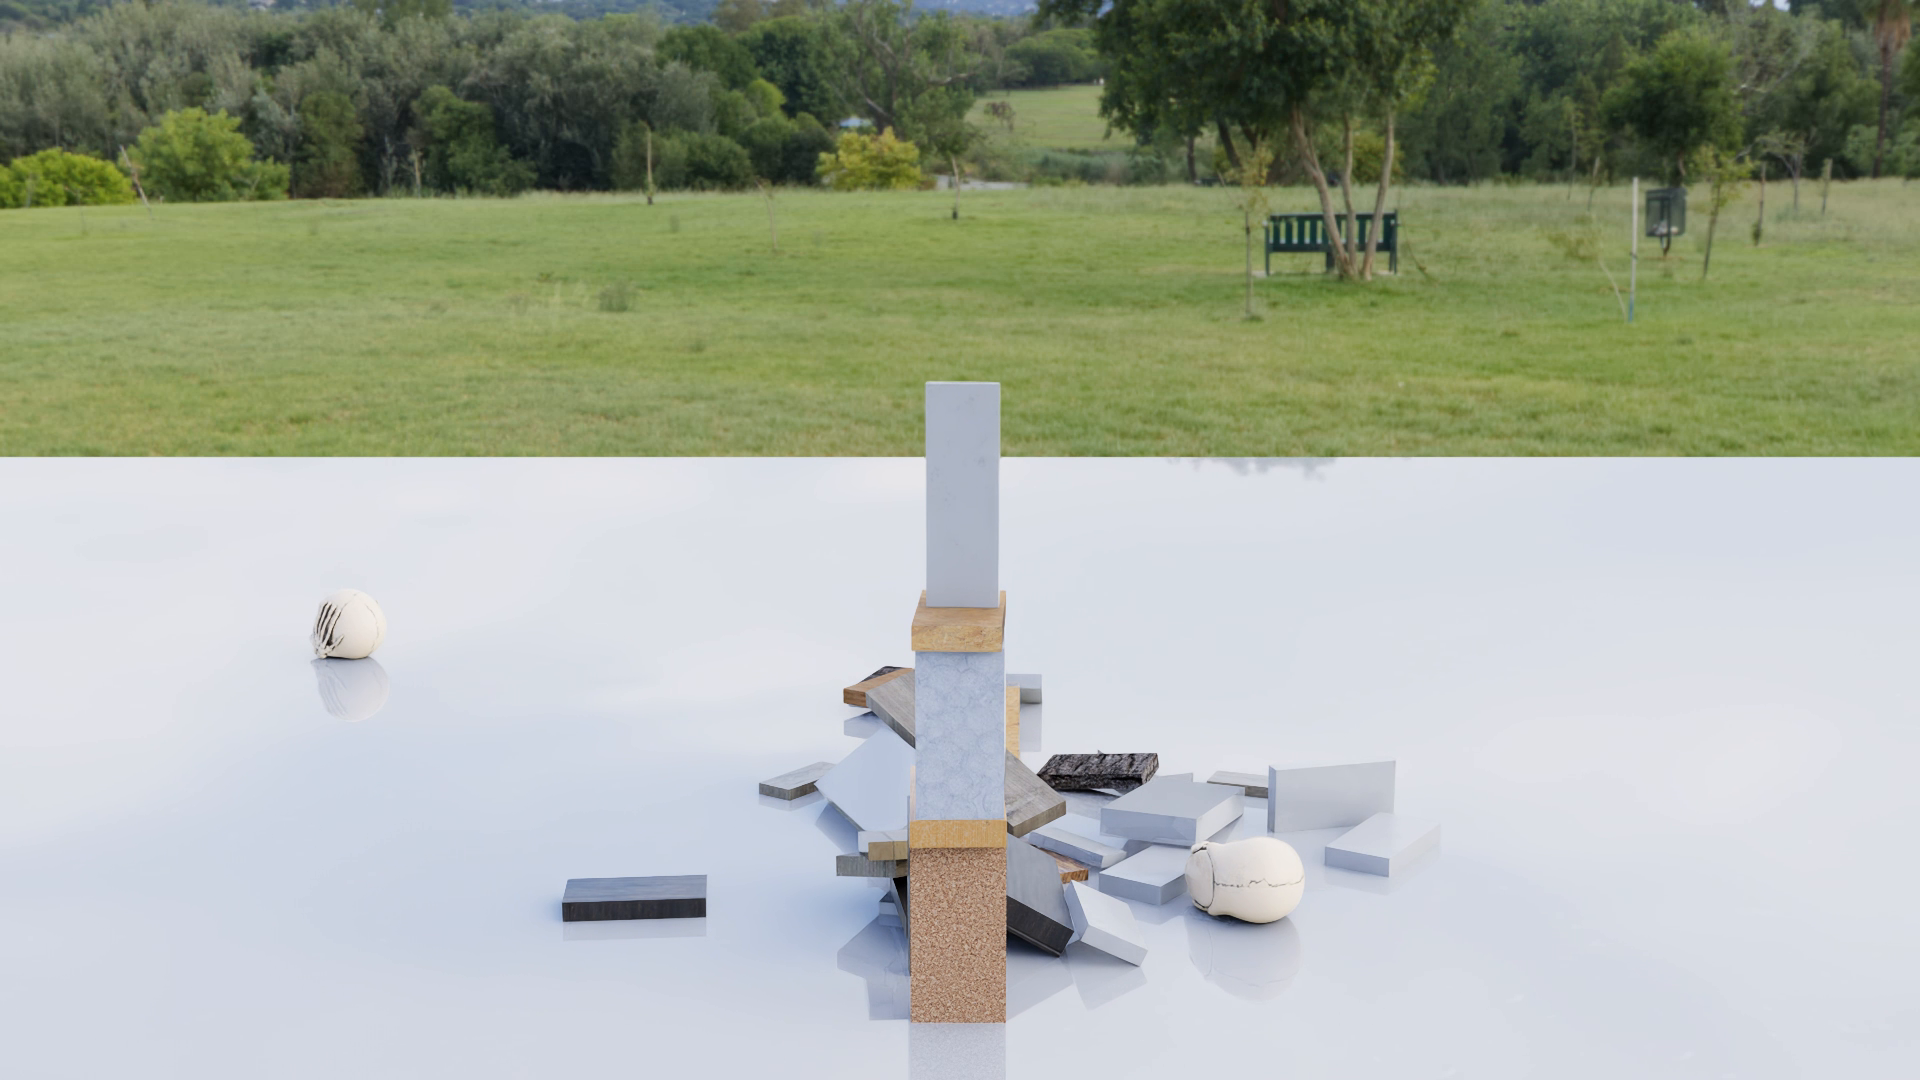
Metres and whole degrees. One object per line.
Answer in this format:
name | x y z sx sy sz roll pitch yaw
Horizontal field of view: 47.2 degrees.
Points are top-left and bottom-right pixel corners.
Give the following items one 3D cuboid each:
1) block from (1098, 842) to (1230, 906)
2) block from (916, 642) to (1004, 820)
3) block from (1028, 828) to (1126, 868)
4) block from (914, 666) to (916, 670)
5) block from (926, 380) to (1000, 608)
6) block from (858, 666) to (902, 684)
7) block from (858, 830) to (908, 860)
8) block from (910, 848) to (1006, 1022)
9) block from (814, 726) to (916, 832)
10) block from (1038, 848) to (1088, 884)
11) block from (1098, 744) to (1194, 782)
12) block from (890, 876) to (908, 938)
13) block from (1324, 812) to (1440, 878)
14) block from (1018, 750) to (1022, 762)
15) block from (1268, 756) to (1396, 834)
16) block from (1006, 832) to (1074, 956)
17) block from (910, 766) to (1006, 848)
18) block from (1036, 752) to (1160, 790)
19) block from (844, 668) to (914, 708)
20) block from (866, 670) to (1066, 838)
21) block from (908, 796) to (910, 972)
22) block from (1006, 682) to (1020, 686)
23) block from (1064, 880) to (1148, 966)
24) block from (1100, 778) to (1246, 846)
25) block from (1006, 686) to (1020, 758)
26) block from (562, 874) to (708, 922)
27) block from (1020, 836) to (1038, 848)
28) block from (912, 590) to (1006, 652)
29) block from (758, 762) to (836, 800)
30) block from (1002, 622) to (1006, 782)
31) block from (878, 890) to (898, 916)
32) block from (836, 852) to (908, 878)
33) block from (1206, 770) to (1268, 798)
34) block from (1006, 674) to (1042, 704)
block | 0.349 0.561 3.735 0.118 0.034 0.237 7 13 35
block | -0.001 0.265 3.051 0.123 0.246 0.035 0 12 -1
block | 0.205 0.535 3.830 0.154 0.022 0.077 14 7 35
block | -0.031 0.299 5.150 0.107 0.030 0.339 4 11 18
block | 0.004 -0.063 3.083 0.102 0.317 0.029 1 11 5
block | -0.181 0.327 5.033 0.070 0.020 0.236 4 11 18
block | -0.106 0.495 3.572 0.102 0.029 0.204 -2 -3 -7
block | -0.002 0.552 3.131 0.135 0.271 0.038 0 11 0
block | -0.127 0.459 3.994 0.172 0.049 0.392 -39 21 -11
block | 0.159 0.559 3.781 0.068 0.019 0.137 -5 12 -24
block | 0.364 0.450 4.340 0.107 0.030 0.214 -4 11 -20
block | -0.043 0.580 3.528 0.115 0.033 0.229 -2 11 -8
block | 0.746 0.535 3.874 0.118 0.034 0.237 7 13 33
block | 0.021 0.410 4.341 0.179 0.051 0.357 0 11 -2
block | 0.680 0.464 4.021 0.237 0.118 0.034 -3 11 -15
block | 0.082 0.549 3.539 0.172 0.049 0.345 29 8 -7
block | -0.005 0.384 3.189 0.135 0.038 0.271 0 11 -1
block | 0.266 0.447 4.253 0.214 0.030 0.107 -3 15 23
block | -0.142 0.329 4.873 0.116 0.033 0.231 7 13 34
block | 0.004 0.391 4.074 0.116 0.033 0.483 -23 39 -27
block | -0.010 0.519 3.310 0.135 0.271 0.038 -1 11 -7
block | 0.032 0.323 4.481 0.179 0.051 0.357 -1 -6 2
block | 0.226 0.597 3.438 0.102 0.029 0.204 25 8 -9
block | 0.388 0.489 3.970 0.172 0.049 0.345 4 4 21
block | 0.021 0.404 4.137 0.179 0.051 0.357 2 34 1
block | -0.530 0.586 3.601 0.230 0.033 0.115 -1 11 -5
block | 0.081 0.536 3.913 0.060 0.017 0.121 -6 12 -30
block | 0.001 0.112 3.104 0.123 0.035 0.246 0 10 3
block | -0.300 0.467 4.271 0.077 0.022 0.185 8 13 36
block | 0.004 0.235 3.211 0.123 0.246 0.035 1 10 5
block | -0.057 0.595 3.589 0.137 0.019 0.068 3 11 16
block | -0.093 0.528 3.633 0.115 0.033 0.230 -4 -3 30
block | 0.560 0.473 4.241 0.154 0.022 0.077 4 11 21
block | 0.065 0.327 4.845 0.231 0.033 0.116 1 -21 3
